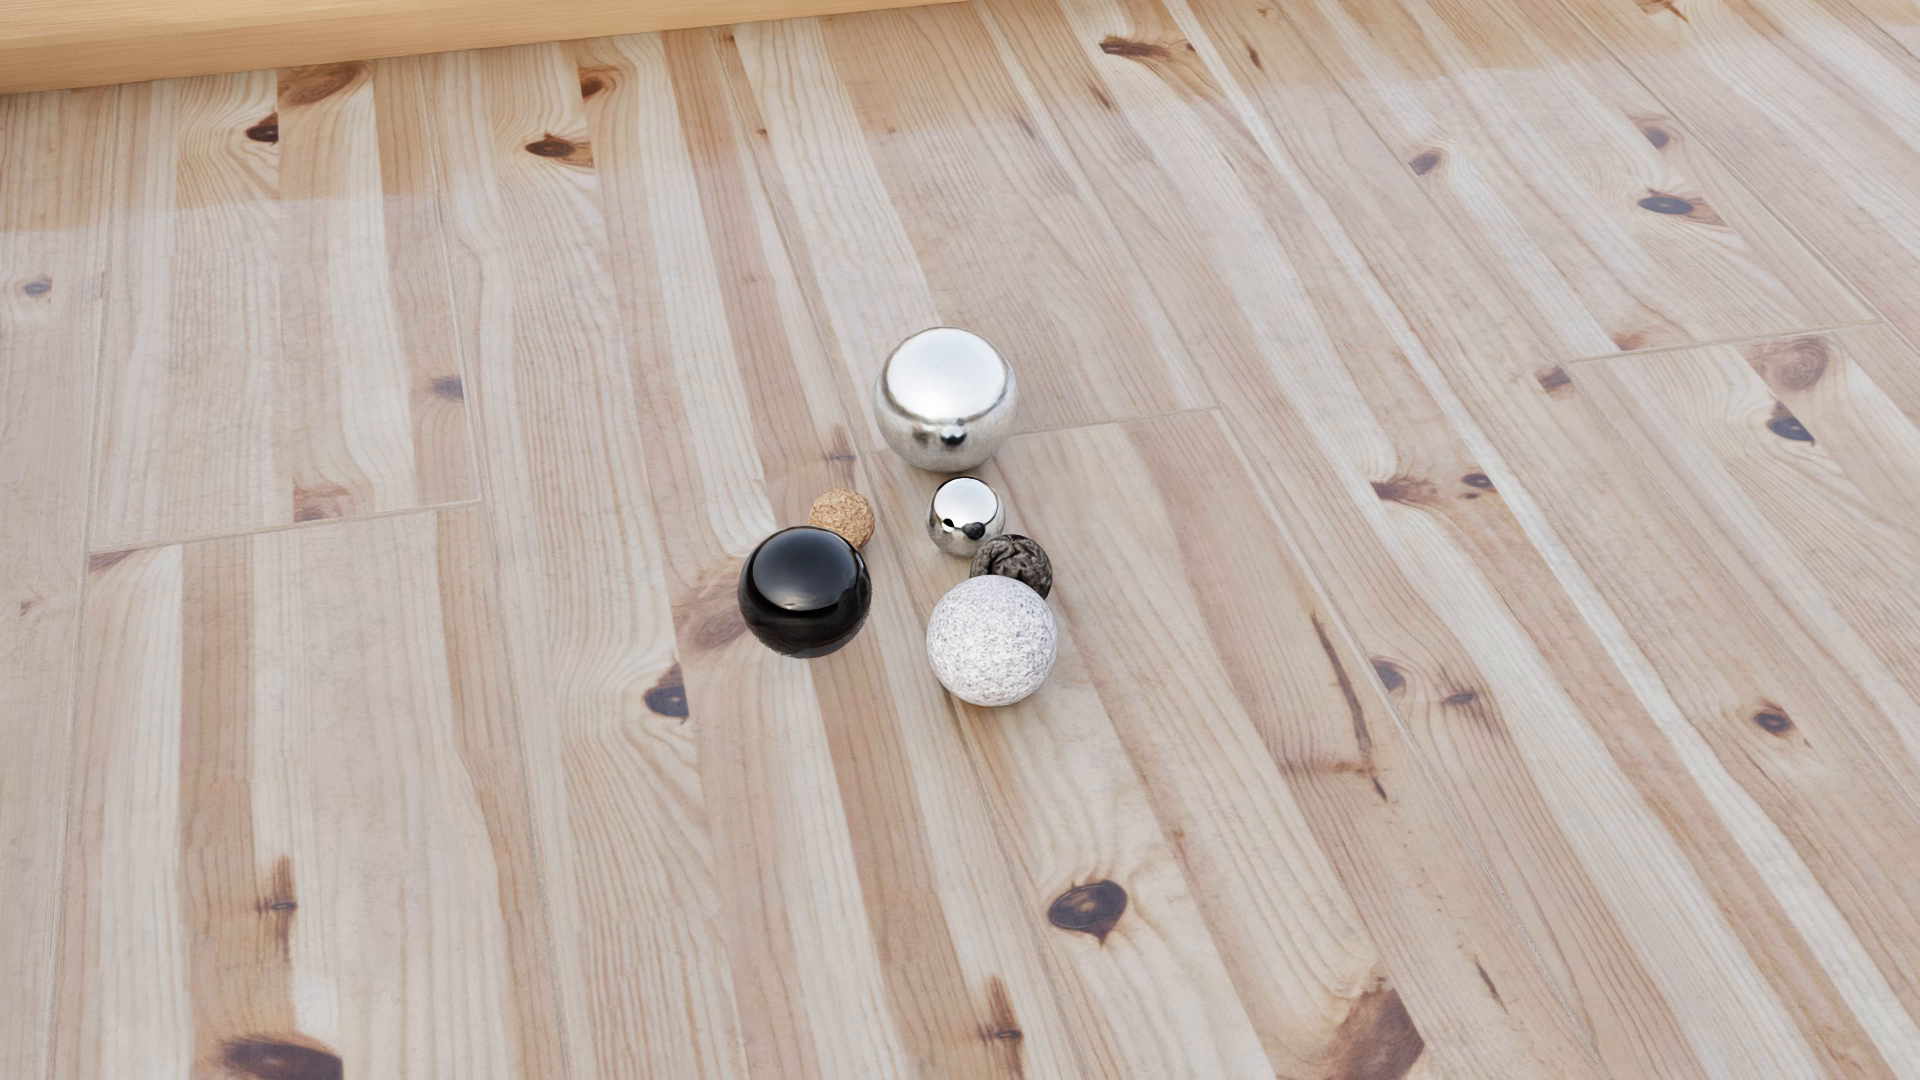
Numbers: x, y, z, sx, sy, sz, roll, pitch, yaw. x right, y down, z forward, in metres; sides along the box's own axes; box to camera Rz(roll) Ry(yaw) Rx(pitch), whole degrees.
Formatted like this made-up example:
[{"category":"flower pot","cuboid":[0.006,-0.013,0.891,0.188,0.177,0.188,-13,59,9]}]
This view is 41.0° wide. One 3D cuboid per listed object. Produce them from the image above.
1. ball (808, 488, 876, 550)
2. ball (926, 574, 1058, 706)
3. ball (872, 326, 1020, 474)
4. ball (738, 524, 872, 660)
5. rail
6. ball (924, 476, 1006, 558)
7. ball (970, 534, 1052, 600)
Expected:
[{"category":"ball","cuboid":[-0.074,-0.012,1.613,0.042,0.042,0.042,0,36,0]},{"category":"ball","cuboid":[0.018,0.058,1.487,0.077,0.077,0.077,0,36,0]},{"category":"ball","cuboid":[-0.009,-0.092,1.677,0.096,0.096,0.096,0,36,0]},{"category":"ball","cuboid":[-0.092,0.031,1.522,0.080,0.080,0.080,0,36,0]},{"category":"rail","cuboid":[0.534,-0.594,2.341,2.960,0.125,0.045,-8,37,-11]},{"category":"ball","cuboid":[0.003,-0.014,1.609,0.051,0.051,0.051,0,36,0]},{"category":"ball","cuboid":[0.031,0.022,1.560,0.051,0.051,0.051,0,36,0]}]
